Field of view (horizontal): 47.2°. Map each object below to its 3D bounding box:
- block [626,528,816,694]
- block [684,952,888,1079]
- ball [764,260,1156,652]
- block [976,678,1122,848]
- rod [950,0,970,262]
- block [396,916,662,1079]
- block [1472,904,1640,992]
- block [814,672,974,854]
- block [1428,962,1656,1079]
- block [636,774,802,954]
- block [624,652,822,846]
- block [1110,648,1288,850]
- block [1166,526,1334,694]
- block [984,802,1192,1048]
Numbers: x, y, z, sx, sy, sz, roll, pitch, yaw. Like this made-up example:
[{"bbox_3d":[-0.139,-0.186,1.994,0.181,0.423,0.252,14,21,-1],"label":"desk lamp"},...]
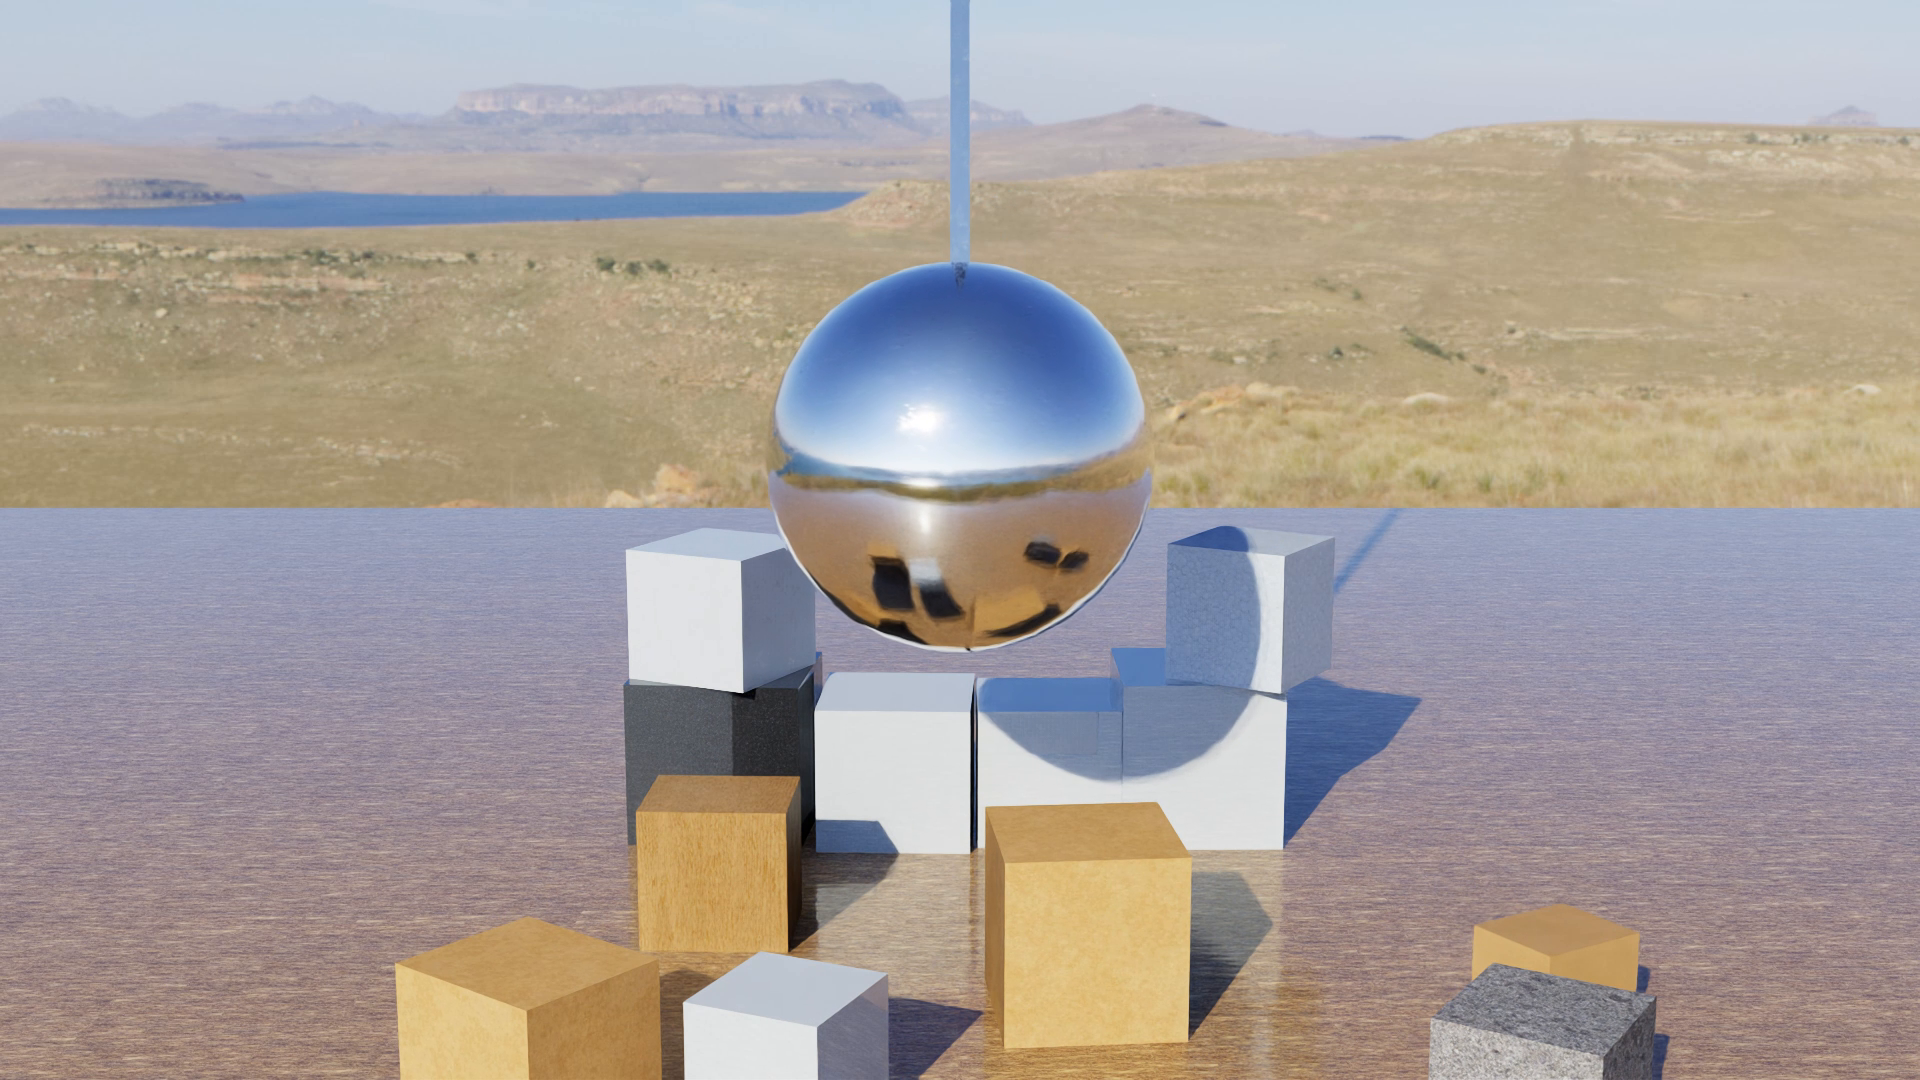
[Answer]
[{"bbox_3d":[-1.206,0.343,11.181,0.674,0.659,0.703,5,12,26],"label":"block"},{"bbox_3d":[-0.616,1.855,7.900,0.532,0.523,0.544,5,11,24],"label":"block"},{"bbox_3d":[0.000,-0.340,9.028,1.600,1.600,1.600,0,10,0],"label":"ball"},{"bbox_3d":[0.445,1.137,11.343,0.720,0.705,0.701,0,10,-1],"label":"block"},{"bbox_3d":[0.000,-3.690,9.603,0.080,5.200,0.080,0,-10,0],"label":"rod"},{"bbox_3d":[-1.539,1.806,7.879,0.703,0.628,0.611,8,13,38],"label":"block"},{"bbox_3d":[2.330,1.750,8.631,0.487,0.469,0.399,-6,12,-31],"label":"block"},{"bbox_3d":[-0.320,1.132,11.302,0.768,0.728,0.801,0,10,2],"label":"block"},{"bbox_3d":[2.019,1.886,7.636,0.591,0.558,0.614,7,12,32],"label":"block"},{"bbox_3d":[-1.068,1.443,9.856,0.653,0.635,0.563,0,10,2],"label":"block"},{"bbox_3d":[-1.203,1.066,11.376,0.880,0.833,0.795,1,10,5],"label":"block"},{"bbox_3d":[1.210,1.063,11.361,0.810,0.843,0.834,0,10,-1],"label":"block"},{"bbox_3d":[1.465,0.337,11.094,0.628,0.682,0.632,6,12,31],"label":"block"},{"bbox_3d":[0.503,1.547,8.939,0.729,0.757,0.739,-1,10,-5],"label":"block"}]
